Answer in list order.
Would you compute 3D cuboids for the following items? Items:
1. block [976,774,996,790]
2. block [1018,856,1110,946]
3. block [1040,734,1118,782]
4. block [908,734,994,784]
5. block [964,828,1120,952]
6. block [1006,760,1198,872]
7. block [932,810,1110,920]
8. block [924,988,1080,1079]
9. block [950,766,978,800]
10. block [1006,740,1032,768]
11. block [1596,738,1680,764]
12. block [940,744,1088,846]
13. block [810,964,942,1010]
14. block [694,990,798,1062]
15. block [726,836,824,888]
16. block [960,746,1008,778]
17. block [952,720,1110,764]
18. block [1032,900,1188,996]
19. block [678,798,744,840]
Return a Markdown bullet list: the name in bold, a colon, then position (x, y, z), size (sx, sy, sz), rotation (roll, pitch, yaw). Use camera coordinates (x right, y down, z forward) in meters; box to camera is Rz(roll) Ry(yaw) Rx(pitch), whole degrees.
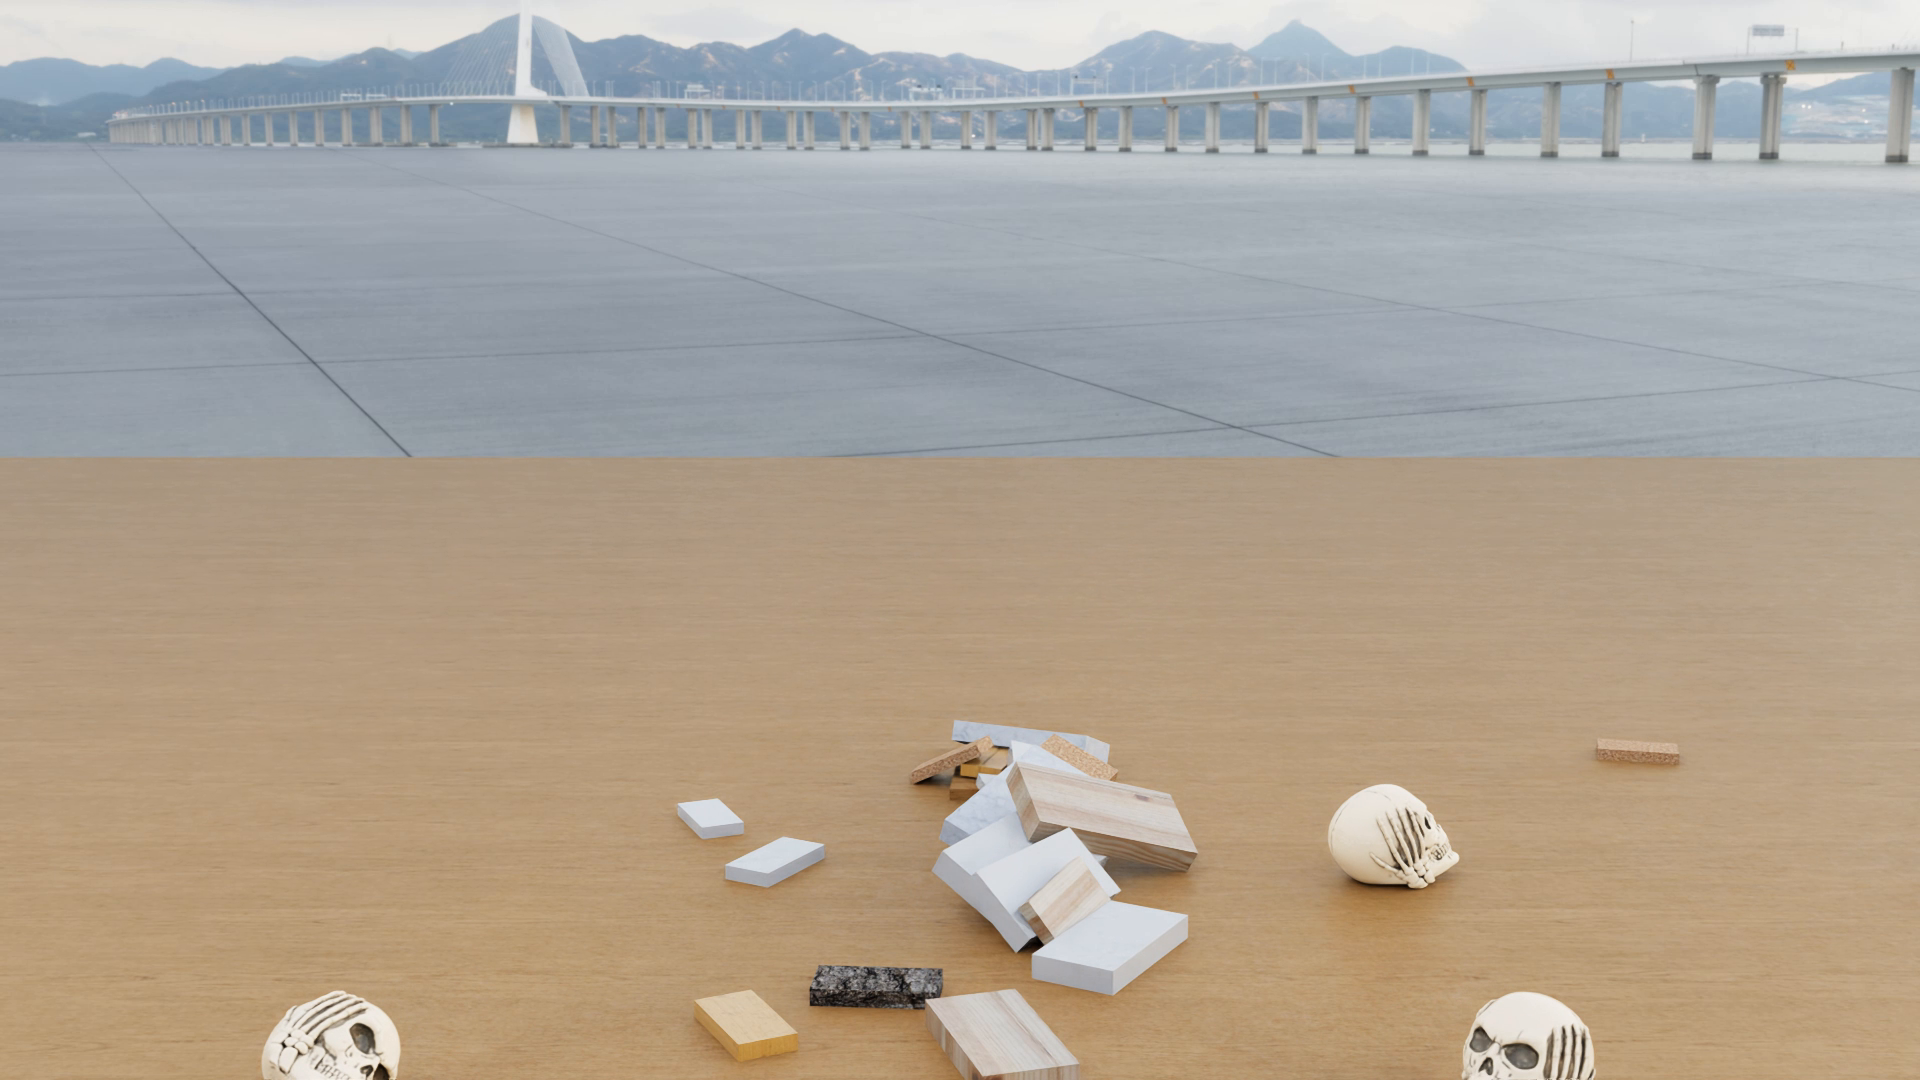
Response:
- **block**: position (0.089, 0.481, 4.115), size (0.081, 0.023, 0.161), rotation (8, 14, -16)
- **block**: position (0.166, 0.574, 3.465), size (0.025, 0.088, 0.175), rotation (-38, -5, 34)
- **block**: position (0.156, 0.458, 3.980), size (0.142, 0.040, 0.283), rotation (29, 33, 20)
- **block**: position (-0.017, 0.428, 4.290), size (0.157, 0.022, 0.078), rotation (-25, 1, 21)
- **block**: position (0.134, 0.558, 3.522), size (0.135, 0.038, 0.270), rotation (50, 33, 18)
- **block**: position (0.242, 0.473, 3.763), size (0.312, 0.044, 0.156), rotation (15, 29, -25)
- **block**: position (0.106, 0.532, 3.634), size (0.156, 0.044, 0.312), rotation (38, 29, 21)
- **block**: position (0.055, 0.691, 3.019), size (0.135, 0.038, 0.270), rotation (-3, 11, -17)
- **block**: position (0.027, 0.470, 4.254), size (0.081, 0.023, 0.161), rotation (1, 11, 4)
- **block**: position (0.165, 0.457, 4.150), size (0.142, 0.040, 0.283), rotation (14, 12, -4)
- **block**: position (1.377, 0.430, 4.471), size (0.157, 0.022, 0.078), rotation (3, 11, 14)
- **block**: position (0.114, 0.476, 3.848), size (0.156, 0.044, 0.312), rotation (29, 33, 20)
- **block**: position (-0.122, 0.657, 3.234), size (0.186, 0.026, 0.093), rotation (1, 11, 4)
- **block**: position (-0.303, 0.683, 3.100), size (0.088, 0.025, 0.175), rotation (-5, 12, -26)
- **block**: position (-0.318, 0.554, 3.793), size (0.088, 0.025, 0.175), rotation (6, 12, 29)
- **block**: position (0.063, 0.436, 4.308), size (0.081, 0.023, 0.161), rotation (6, 10, 16)
- **block**: position (0.142, 0.406, 4.414), size (0.283, 0.040, 0.142), rotation (5, -10, 24)
- **block**: position (0.233, 0.624, 3.380), size (0.135, 0.038, 0.270), rotation (6, 12, 29)
- **block**: position (-0.458, 0.511, 4.034), size (0.078, 0.022, 0.157), rotation (-5, 11, -23)
